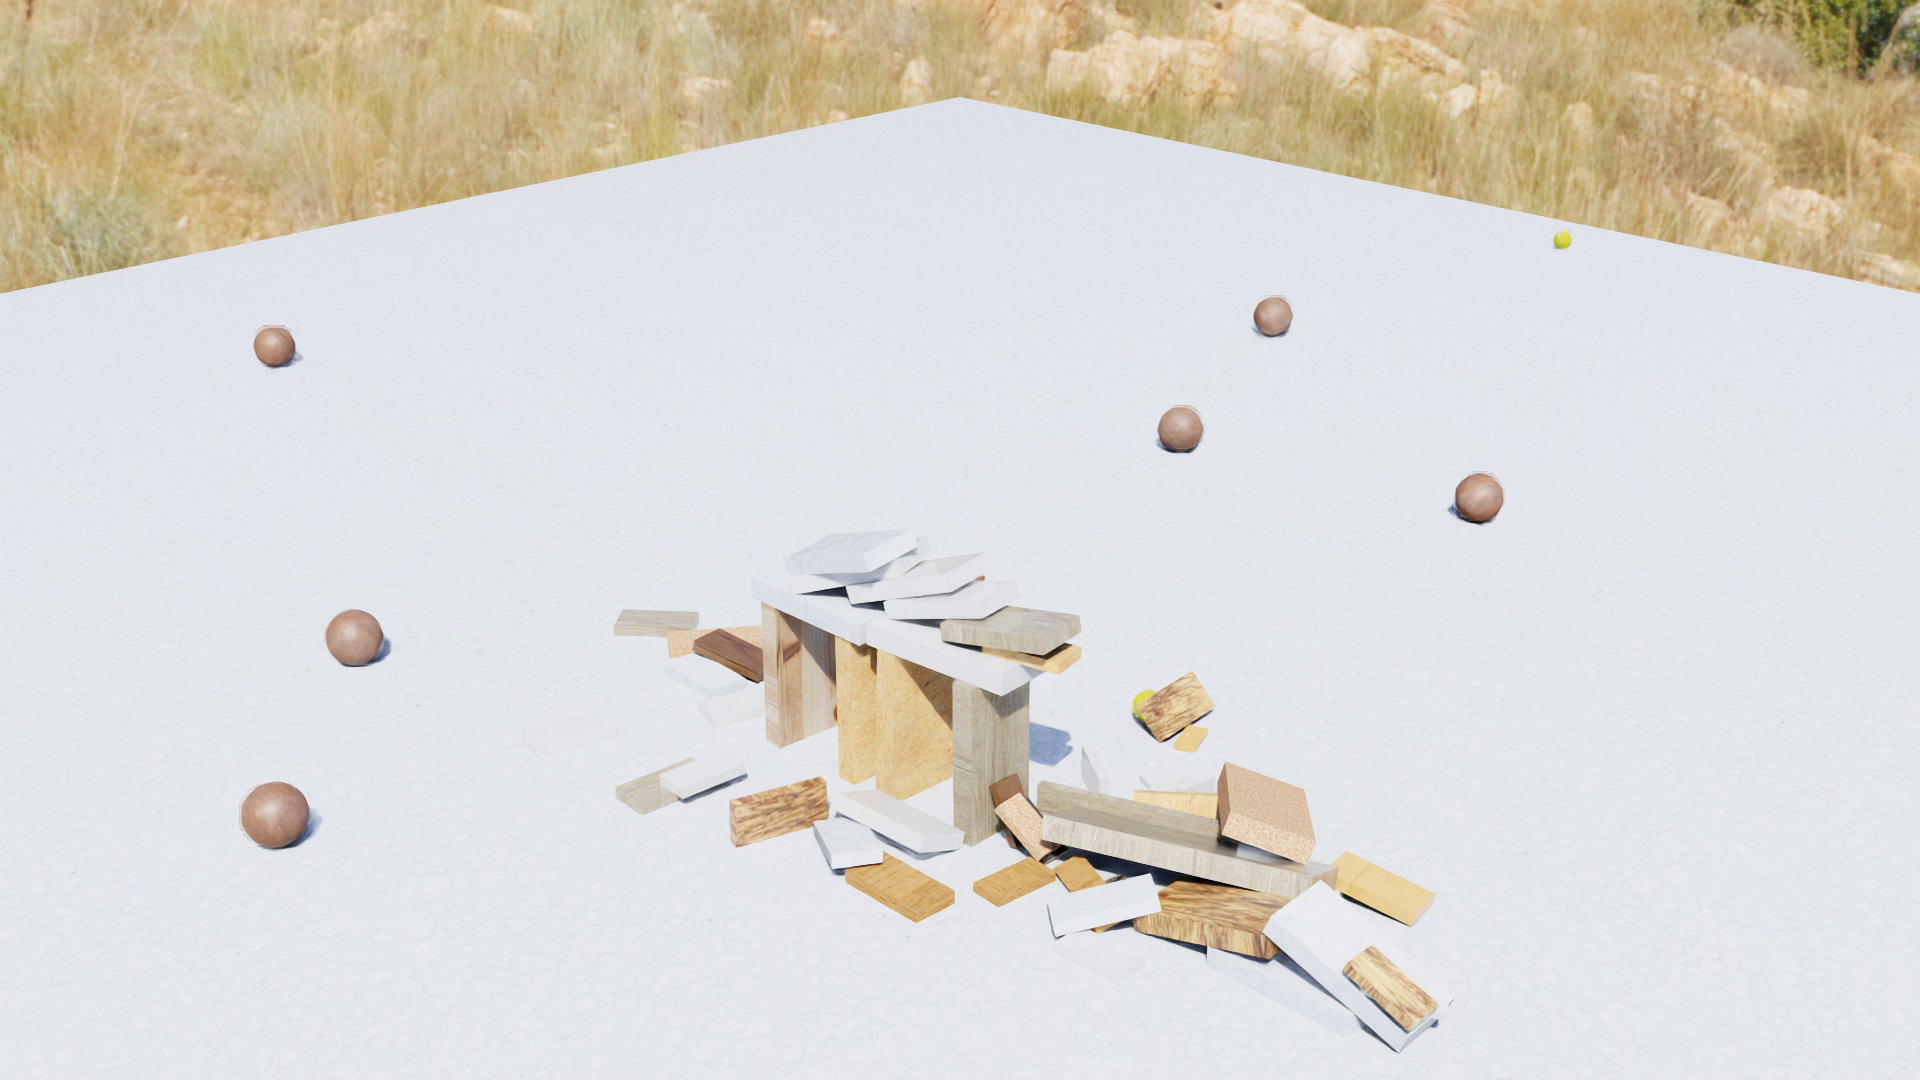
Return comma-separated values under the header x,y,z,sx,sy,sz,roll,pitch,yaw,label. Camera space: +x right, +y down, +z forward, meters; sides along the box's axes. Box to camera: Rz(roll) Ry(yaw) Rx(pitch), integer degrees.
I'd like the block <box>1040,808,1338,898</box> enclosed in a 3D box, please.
x,y,z,sx,sy,sz,roll,pitch,yaw,label
0.432,0.593,4.170,0.538,0.048,0.168,10,3,26,block

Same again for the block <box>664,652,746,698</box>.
x,y,z,sx,sy,sz,roll,pitch,yaw,label
-0.581,0.308,5.000,0.093,0.026,0.186,-19,29,-37,block

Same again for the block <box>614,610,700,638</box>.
x,y,z,sx,sy,sz,roll,pitch,yaw,label
-0.724,0.200,5.256,0.186,0.026,0.093,2,23,5,block

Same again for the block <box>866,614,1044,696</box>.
x,y,z,sx,sy,sz,roll,pitch,yaw,label
0.003,0.204,4.330,0.346,0.049,0.173,18,29,36,block

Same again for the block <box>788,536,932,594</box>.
x,y,z,sx,sy,sz,roll,pitch,yaw,label
-0.205,0.051,4.499,0.268,0.038,0.134,-10,15,32,block

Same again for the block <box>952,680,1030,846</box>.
x,y,z,sx,sy,sz,roll,pitch,yaw,label
0.062,0.415,4.340,0.049,0.346,0.173,19,30,38,block

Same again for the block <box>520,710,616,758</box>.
x,y,z,sx,sy,sz,roll,pitch,yaw,label
-0.844,0.418,4.742,0.182,0.026,0.091,-13,26,-28,block

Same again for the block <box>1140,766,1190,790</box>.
x,y,z,sx,sy,sz,roll,pitch,yaw,label
0.426,0.496,4.574,0.095,0.014,0.048,-10,25,-22,block

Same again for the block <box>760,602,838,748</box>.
x,y,z,sx,sy,sz,roll,pitch,yaw,label
-0.340,0.265,4.710,0.167,0.334,0.047,-19,30,-38,block

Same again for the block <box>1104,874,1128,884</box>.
x,y,z,sx,sy,sz,roll,pitch,yaw,label
0.322,0.673,4.151,0.063,0.018,0.125,-19,29,-37,block

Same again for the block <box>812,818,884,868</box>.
x,y,z,sx,sy,sz,roll,pitch,yaw,label
-0.220,0.588,4.291,0.099,0.028,0.199,-6,13,-13,block

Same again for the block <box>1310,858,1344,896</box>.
x,y,z,sx,sy,sz,roll,pitch,yaw,label
0.673,0.664,4.161,0.095,0.027,0.190,8,24,18,block

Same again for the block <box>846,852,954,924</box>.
x,y,z,sx,sy,sz,roll,pitch,yaw,label
-0.114,0.658,4.174,0.099,0.028,0.199,-21,31,-40,block

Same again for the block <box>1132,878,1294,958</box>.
x,y,z,sx,sy,sz,roll,pitch,yaw,label
0.479,0.684,3.996,0.307,0.043,0.153,3,18,45,block

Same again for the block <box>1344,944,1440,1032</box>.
x,y,z,sx,sy,sz,roll,pitch,yaw,label
0.727,0.755,3.712,0.075,0.021,0.150,-22,53,-41,block

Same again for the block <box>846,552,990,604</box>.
x,y,z,sx,sy,sz,roll,pitch,yaw,label
-0.084,0.076,4.410,0.268,0.038,0.134,-8,13,40,block

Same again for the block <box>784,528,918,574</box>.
x,y,z,sx,sy,sz,roll,pitch,yaw,label
-0.223,0.025,4.464,0.134,0.038,0.268,-28,16,-37,block

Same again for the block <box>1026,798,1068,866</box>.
x,y,z,sx,sy,sz,roll,pitch,yaw,label
0.147,0.570,4.303,0.065,0.018,0.131,-22,66,-41,block

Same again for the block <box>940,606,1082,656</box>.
x,y,z,sx,sy,sz,roll,pitch,yaw,label
0.097,0.169,4.227,0.247,0.035,0.123,6,23,39,block

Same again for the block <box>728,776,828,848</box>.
x,y,z,sx,sy,sz,roll,pitch,yaw,label
-0.360,0.540,4.367,0.200,0.094,0.027,-12,26,-27,block

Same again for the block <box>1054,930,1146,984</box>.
x,y,z,sx,sy,sz,roll,pitch,yaw,label
0.252,0.749,3.969,0.150,0.021,0.075,20,30,38,block

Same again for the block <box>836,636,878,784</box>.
x,y,z,sx,sy,sz,roll,pitch,yaw,label
-0.176,0.326,4.565,0.167,0.334,0.047,-21,30,-40,block

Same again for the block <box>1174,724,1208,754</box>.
x,y,z,sx,sy,sz,roll,pitch,yaw,label
0.498,0.428,4.734,0.048,0.014,0.095,9,25,21,block

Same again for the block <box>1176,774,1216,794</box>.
x,y,z,sx,sy,sz,roll,pitch,yaw,label
0.480,0.515,4.486,0.095,0.048,0.014,-16,28,-33,block

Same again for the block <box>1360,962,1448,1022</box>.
x,y,z,sx,sy,sz,roll,pitch,yaw,label
0.757,0.762,3.751,0.150,0.021,0.075,18,37,-1,block

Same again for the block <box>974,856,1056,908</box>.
x,y,z,sx,sy,sz,roll,pitch,yaw,label
0.104,0.652,4.197,0.146,0.021,0.073,-18,29,-36,block

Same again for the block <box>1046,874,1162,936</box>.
x,y,z,sx,sy,sz,roll,pitch,yaw,label
0.265,0.673,4.055,0.199,0.028,0.099,-14,18,1,block

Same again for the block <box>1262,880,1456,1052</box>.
x,y,z,sx,sy,sz,roll,pitch,yaw,label
0.691,0.734,3.810,0.307,0.043,0.153,40,42,25,block

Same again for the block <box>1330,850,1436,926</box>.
x,y,z,sx,sy,sz,roll,pitch,yaw,label
0.788,0.655,4.141,0.190,0.027,0.095,24,29,28,block

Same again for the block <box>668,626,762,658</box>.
x,y,z,sx,sy,sz,roll,pitch,yaw,label
-0.511,0.234,5.176,0.350,0.026,0.091,-4,23,-9,block

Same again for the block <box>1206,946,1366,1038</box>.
x,y,z,sx,sy,sz,roll,pitch,yaw,label
0.606,0.768,3.896,0.153,0.043,0.307,-21,31,-41,block

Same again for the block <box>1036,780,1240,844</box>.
x,y,z,sx,sy,sz,roll,pitch,yaw,label
0.348,0.559,4.334,0.417,0.085,0.024,10,25,23,block

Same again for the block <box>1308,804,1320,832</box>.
x,y,z,sx,sy,sz,roll,pitch,yaw,label
0.645,0.558,4.420,0.146,0.021,0.073,0,23,0,block

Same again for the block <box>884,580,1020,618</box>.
x,y,z,sx,sy,sz,roll,pitch,yaw,label
-0.017,0.118,4.337,0.247,0.035,0.123,-2,17,40,block

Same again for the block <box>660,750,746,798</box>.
x,y,z,sx,sy,sz,roll,pitch,yaw,label
-0.529,0.482,4.528,0.159,0.023,0.080,-19,30,-38,block

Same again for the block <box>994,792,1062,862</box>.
x,y,z,sx,sy,sz,roll,pitch,yaw,label
0.133,0.558,4.277,0.065,0.018,0.130,-26,68,-44,block

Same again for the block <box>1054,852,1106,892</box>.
x,y,z,sx,sy,sz,roll,pitch,yaw,label
0.231,0.647,4.186,0.063,0.018,0.125,-28,29,-9,block

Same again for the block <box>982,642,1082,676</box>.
x,y,z,sx,sy,sz,roll,pitch,yaw,label
0.138,0.211,4.221,0.171,0.024,0.085,14,27,30,block

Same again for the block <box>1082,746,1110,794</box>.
x,y,z,sx,sy,sz,roll,pitch,yaw,label
0.277,0.488,4.517,0.021,0.073,0.146,-4,23,-10,block

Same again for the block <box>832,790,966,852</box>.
x,y,z,sx,sy,sz,roll,pitch,yaw,label
-0.123,0.555,4.356,0.247,0.035,0.123,21,11,39,block

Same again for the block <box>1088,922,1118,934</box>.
x,y,z,sx,sy,sz,roll,pitch,yaw,label
0.285,0.686,4.092,0.125,0.018,0.063,-24,31,-24,block

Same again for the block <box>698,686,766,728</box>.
x,y,z,sx,sy,sz,roll,pitch,yaw,label
-0.477,0.367,4.863,0.182,0.026,0.091,-12,26,-26,block

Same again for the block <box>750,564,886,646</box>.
x,y,z,sx,sy,sz,roll,pitch,yaw,label
-0.261,0.121,4.559,0.334,0.047,0.167,21,31,41,block

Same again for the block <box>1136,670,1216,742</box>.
x,y,z,sx,sy,sz,roll,pitch,yaw,label
0.471,0.362,4.795,0.190,0.095,0.027,-25,-9,-45,block

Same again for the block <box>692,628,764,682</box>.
x,y,z,sx,sy,sz,roll,pitch,yaw,label
-0.510,0.264,5.055,0.189,0.027,0.095,24,26,25,block

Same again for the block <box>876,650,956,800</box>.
x,y,z,sx,sy,sz,roll,pitch,yaw,label
-0.090,0.354,4.481,0.173,0.346,0.049,-21,33,-40,block

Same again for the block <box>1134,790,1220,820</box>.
x,y,z,sx,sy,sz,roll,pitch,yaw,label
0.428,0.544,4.364,0.171,0.085,0.024,2,7,5,block

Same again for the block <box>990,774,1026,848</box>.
x,y,z,sx,sy,sz,roll,pitch,yaw,label
0.107,0.534,4.341,0.065,0.130,0.018,-22,5,-41,block

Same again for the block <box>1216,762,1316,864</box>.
x,y,z,sx,sy,sz,roll,pitch,yaw,label
0.590,0.525,4.257,0.168,0.048,0.337,19,11,1,block

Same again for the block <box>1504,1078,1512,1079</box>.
x,y,z,sx,sy,sz,roll,pitch,yaw,label
0.839,0.967,3.420,0.168,0.048,0.337,-3,23,-8,block

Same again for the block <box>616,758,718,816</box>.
x,y,z,sx,sy,sz,roll,pitch,yaw,label
-0.604,0.507,4.532,0.189,0.027,0.095,-19,30,-38,block
